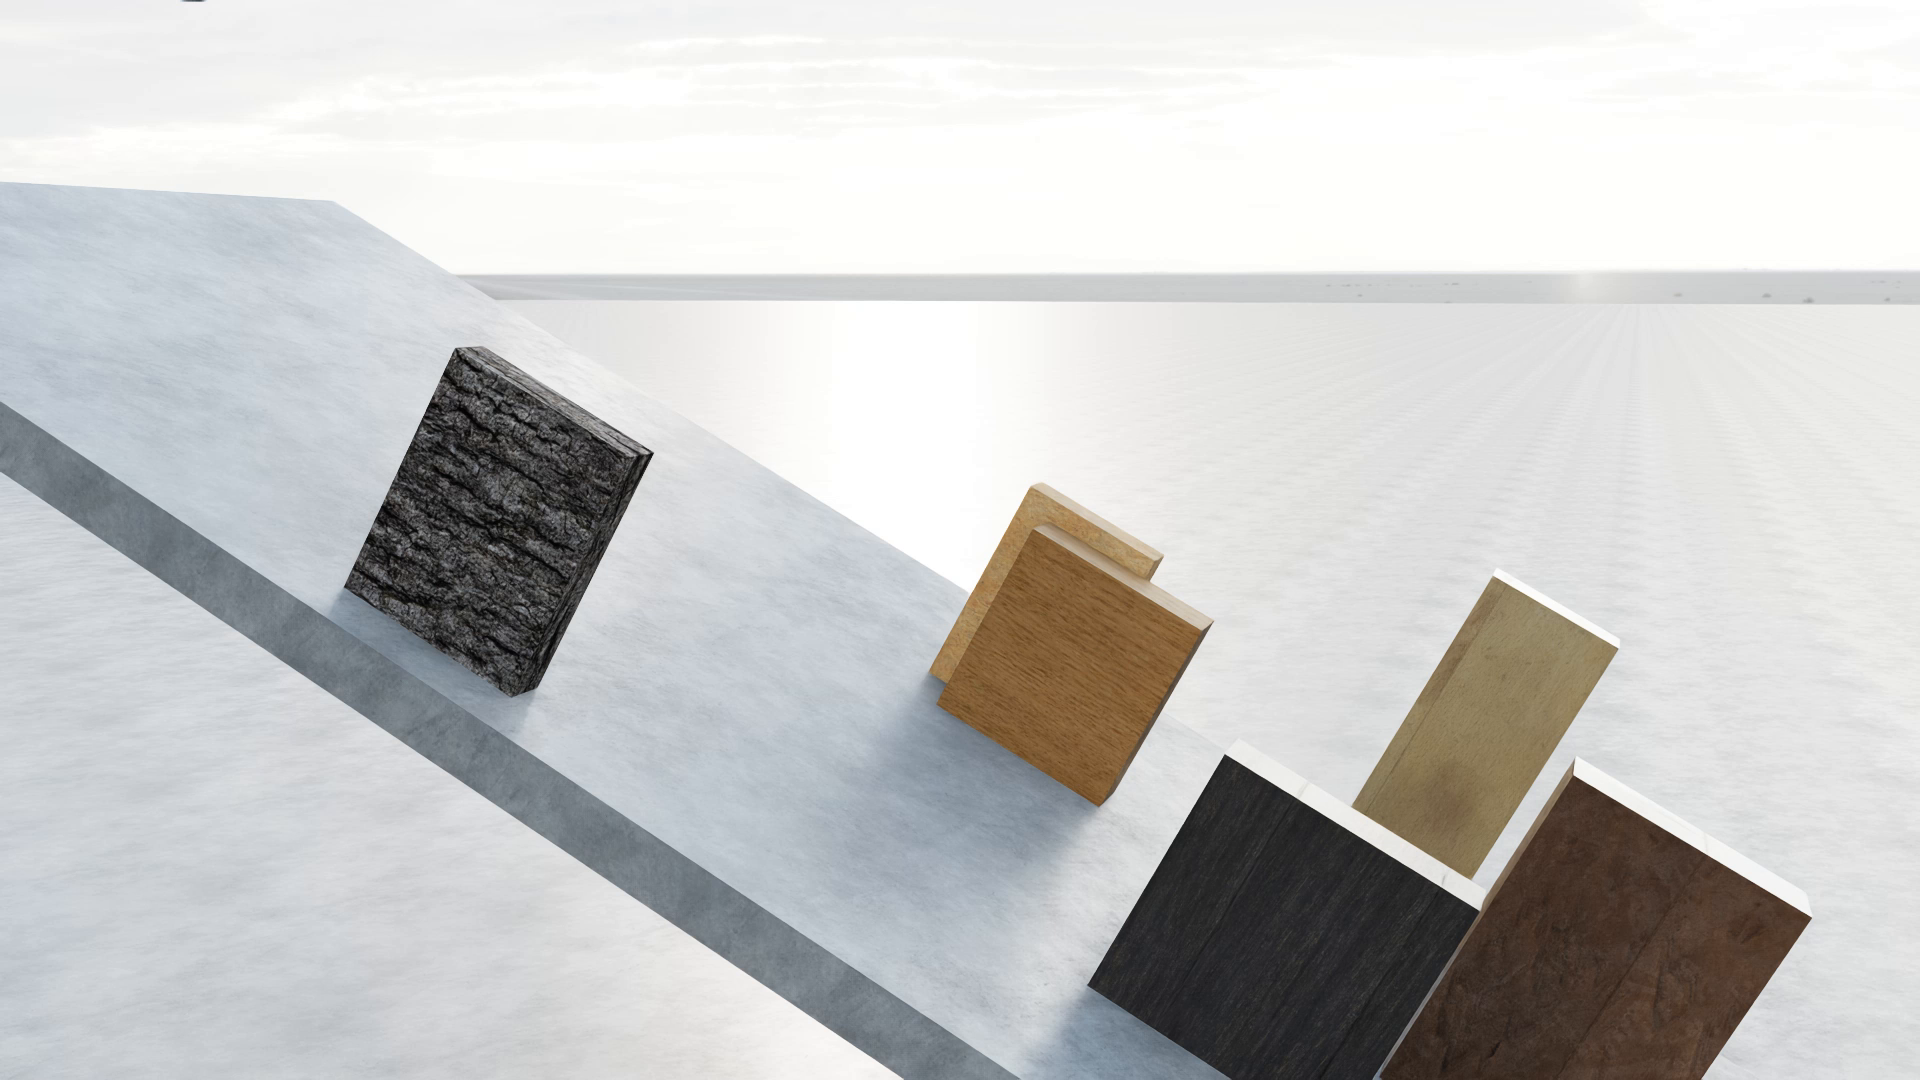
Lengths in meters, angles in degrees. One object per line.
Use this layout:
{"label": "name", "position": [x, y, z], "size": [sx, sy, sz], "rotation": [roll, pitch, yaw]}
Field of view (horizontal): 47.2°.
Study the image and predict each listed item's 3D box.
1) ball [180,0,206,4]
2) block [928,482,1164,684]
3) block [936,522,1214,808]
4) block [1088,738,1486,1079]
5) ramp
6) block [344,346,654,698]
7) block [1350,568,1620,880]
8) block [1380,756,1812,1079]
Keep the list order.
{"label": "ball", "position": [-1.574, -1.191, 4.492], "size": [0.182, 0.182, 0.182], "rotation": [0, 7, 0]}
{"label": "block", "position": [0.171, 0.148, 4.395], "size": [0.288, 0.437, 0.093], "rotation": [31, 14, 11]}
{"label": "block", "position": [0.221, 0.237, 4.251], "size": [0.374, 0.401, 0.127], "rotation": [31, 14, 11]}
{"label": "block", "position": [0.500, 0.615, 3.394], "size": [0.438, 0.437, 0.118], "rotation": [31, 14, 11]}
{"label": "ramp", "position": [-0.202, 0.334, 4.137], "size": [4.000, 0.100, 2.000], "rotation": [31, 14, 11]}
{"label": "block", "position": [-0.710, -0.030, 3.373], "size": [0.327, 0.426, 0.085], "rotation": [31, 14, 11]}
{"label": "block", "position": [1.041, 0.433, 4.513], "size": [0.281, 0.698, 0.118], "rotation": [31, 14, 11]}
{"label": "block", "position": [1.039, 0.737, 3.630], "size": [0.420, 0.613, 0.146], "rotation": [31, 14, 11]}
